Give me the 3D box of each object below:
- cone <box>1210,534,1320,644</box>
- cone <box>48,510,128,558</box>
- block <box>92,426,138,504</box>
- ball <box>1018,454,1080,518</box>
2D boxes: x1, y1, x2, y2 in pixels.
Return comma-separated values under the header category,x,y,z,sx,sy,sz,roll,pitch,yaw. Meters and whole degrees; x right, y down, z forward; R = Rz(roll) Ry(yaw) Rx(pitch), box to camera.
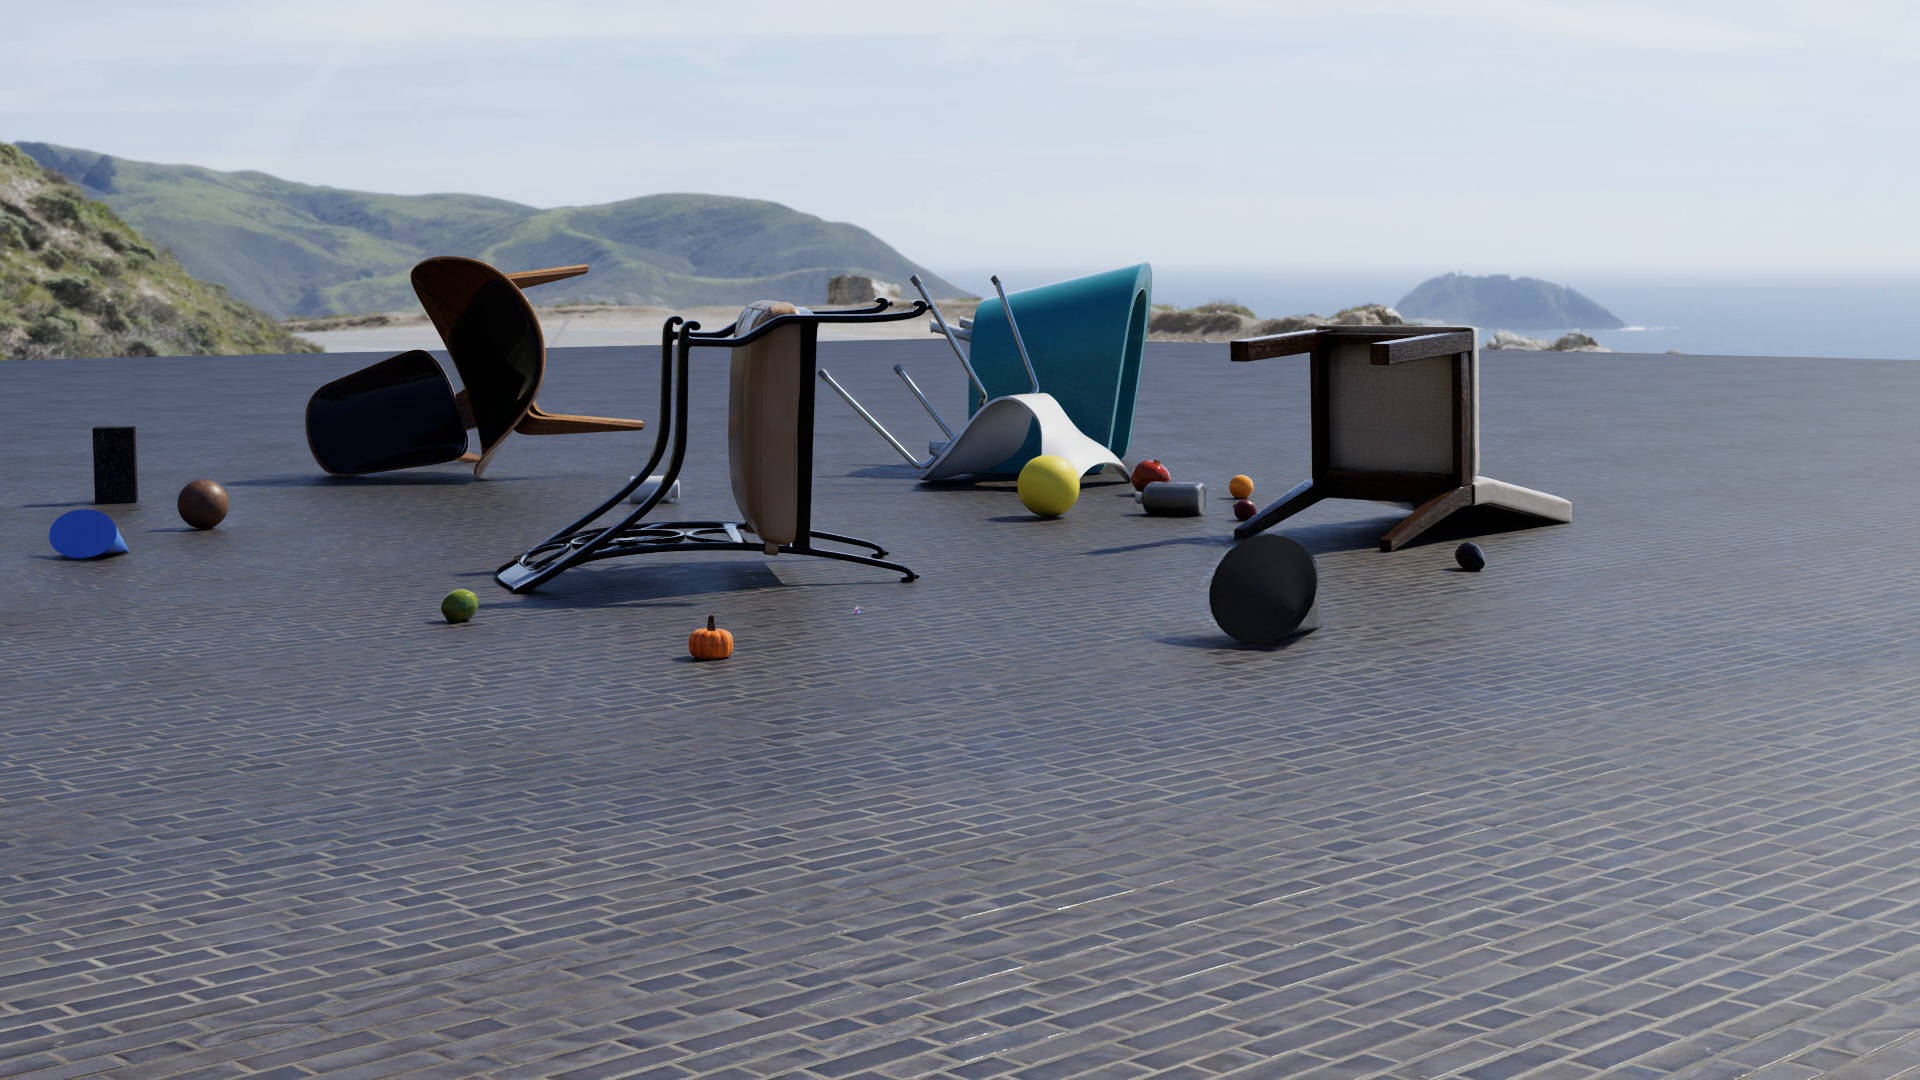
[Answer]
category,x,y,z,sx,sy,sz,roll,pitch,yaw
cone,0.611,0.126,4.725,0.213,0.206,0.249,5,-15,35
cone,-2.021,0.007,6.073,0.237,0.119,0.145,5,-15,32
block,-2.463,-0.220,7.482,0.113,0.218,0.100,-2,6,-14
ball,0.242,-0.148,7.013,0.171,0.171,0.171,0,6,0
